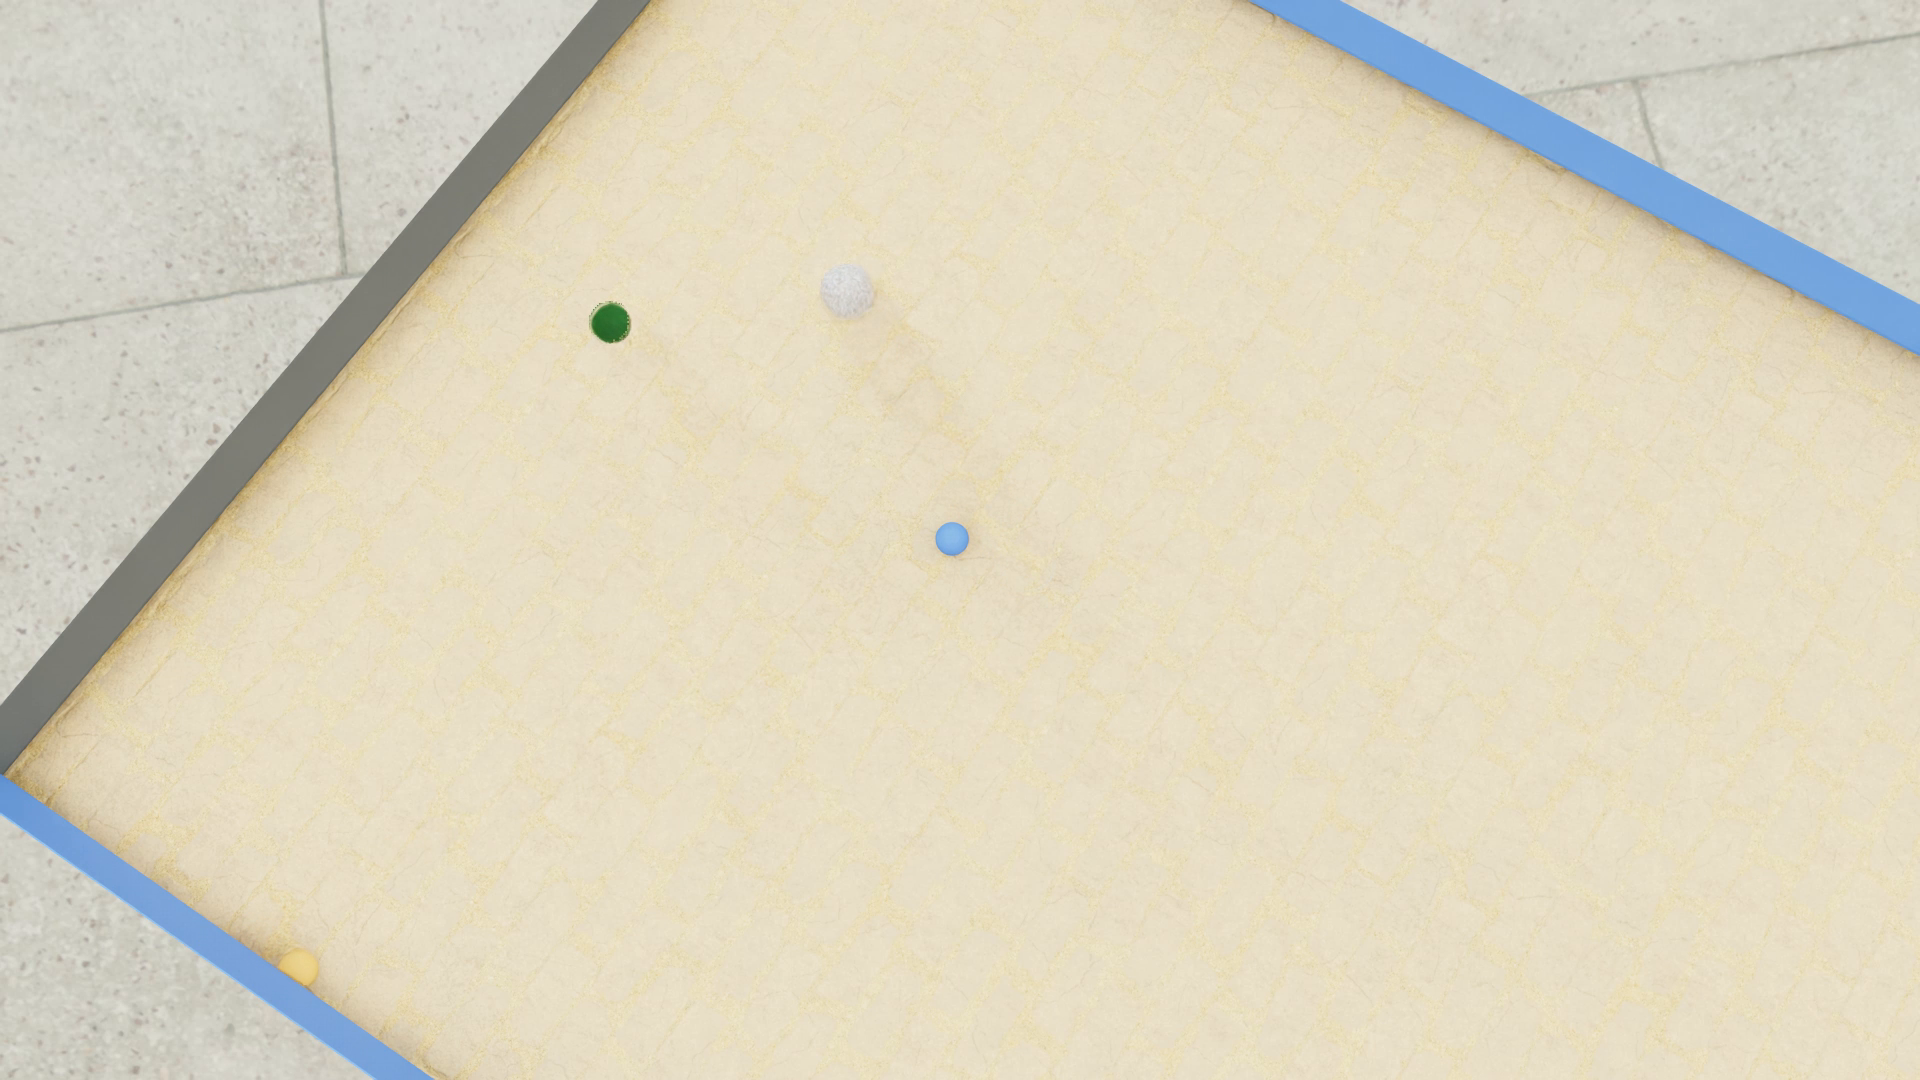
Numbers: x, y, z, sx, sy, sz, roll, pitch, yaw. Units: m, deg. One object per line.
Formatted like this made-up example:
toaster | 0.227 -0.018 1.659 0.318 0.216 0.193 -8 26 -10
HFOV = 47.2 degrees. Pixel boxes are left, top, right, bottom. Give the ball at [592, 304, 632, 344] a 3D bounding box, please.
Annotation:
ball | -0.574 -0.356 3.621 0.065 0.065 0.065 0 68 0

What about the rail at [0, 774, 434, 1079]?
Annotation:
rail | 0.254 1.406 2.897 4.173 0.115 0.045 31 72 12

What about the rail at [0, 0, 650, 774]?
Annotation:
rail | -0.854 -0.526 3.660 0.045 0.115 2.320 31 72 12

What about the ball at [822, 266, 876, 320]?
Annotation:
ball | -0.184 -0.408 3.629 0.088 0.088 0.088 0 68 0

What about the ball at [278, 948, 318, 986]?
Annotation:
ball | -0.974 0.630 3.235 0.057 0.057 0.057 0 68 0

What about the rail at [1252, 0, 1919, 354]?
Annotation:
rail | 1.494 -0.365 3.597 4.173 0.115 0.045 31 72 12

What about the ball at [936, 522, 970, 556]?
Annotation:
ball | -0.012 -0.002 3.487 0.054 0.054 0.054 0 68 0
